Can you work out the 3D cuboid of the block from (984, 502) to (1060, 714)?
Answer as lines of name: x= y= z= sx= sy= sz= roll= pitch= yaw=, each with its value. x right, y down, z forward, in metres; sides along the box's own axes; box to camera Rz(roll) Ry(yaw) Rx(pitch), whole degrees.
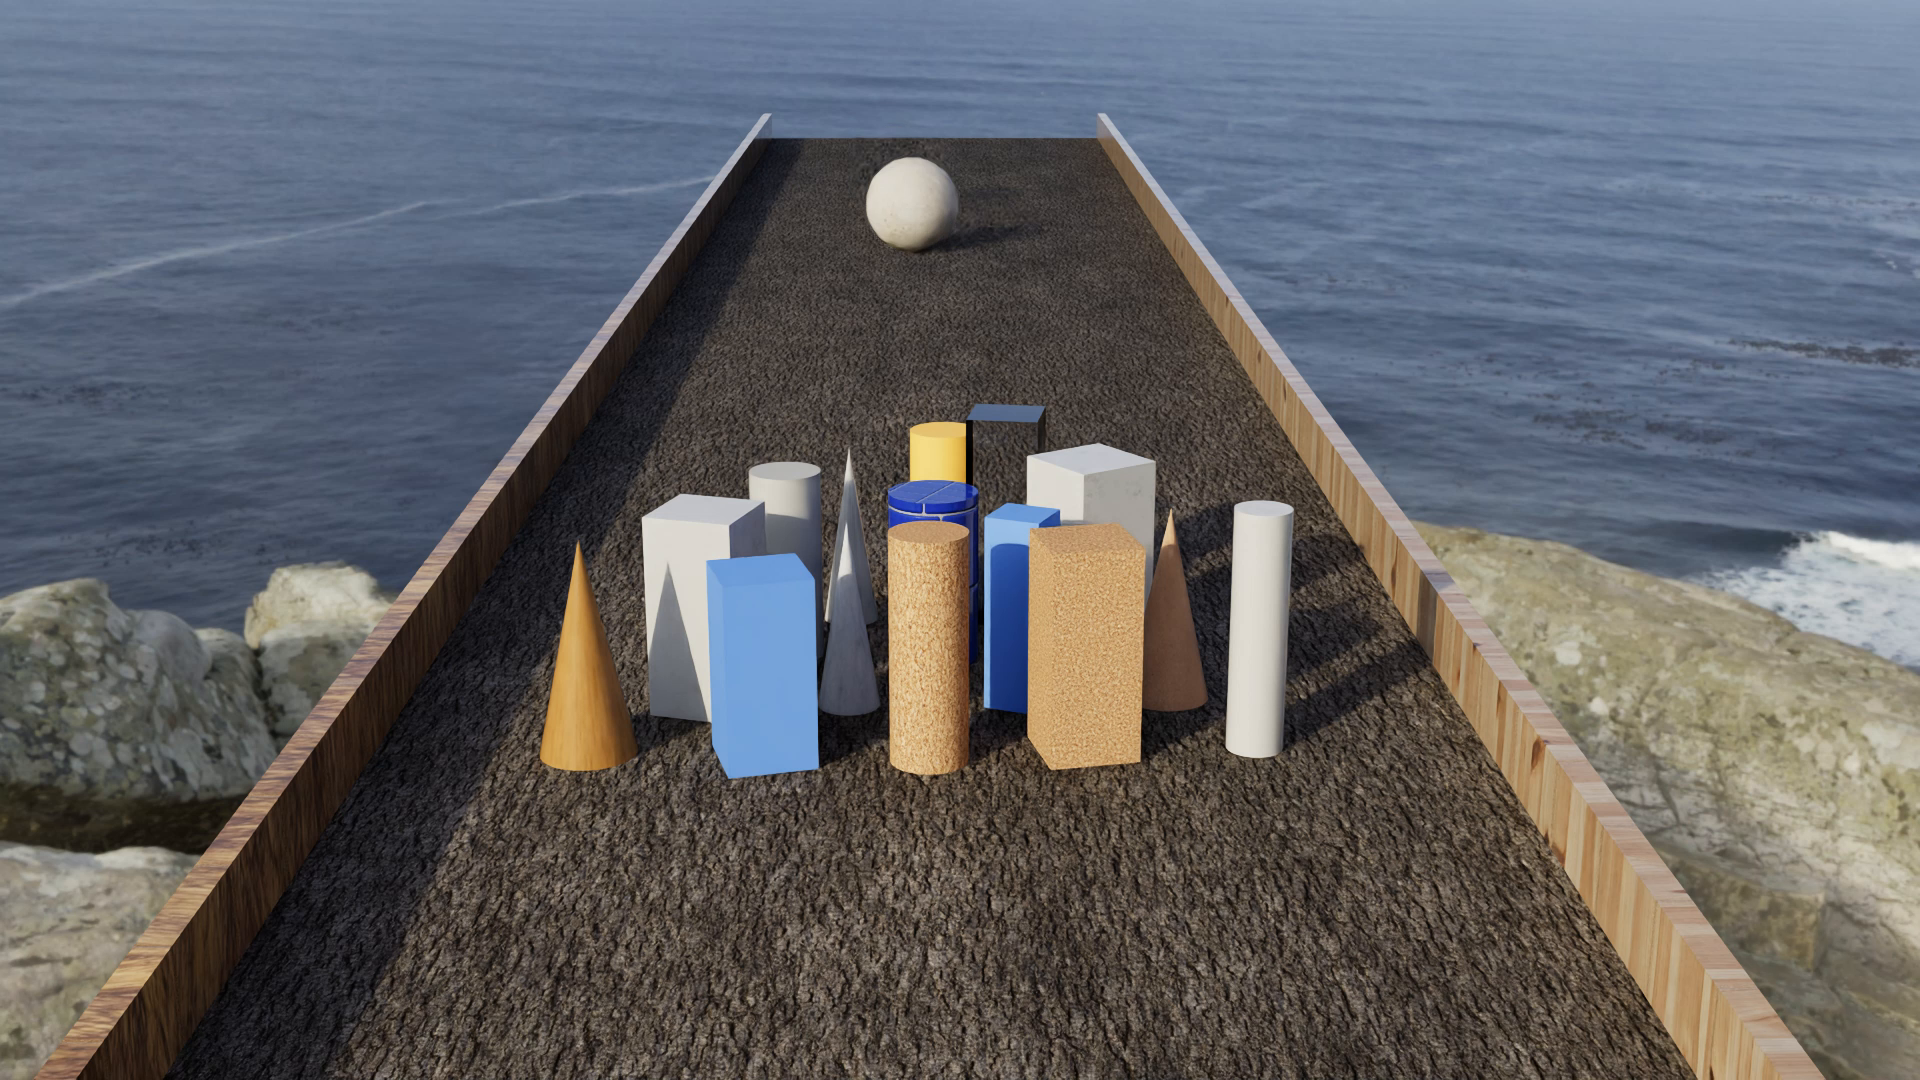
block: x=0.116 y=0.129 z=4.135 sx=0.108 sy=0.374 sz=0.108 roll=7 pitch=18 yaw=23

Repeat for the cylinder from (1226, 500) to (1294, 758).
cylinder: x=0.531 y=0.159 z=3.907 sx=0.103 sy=0.447 sz=0.103 roll=0 pitch=17 yaw=0

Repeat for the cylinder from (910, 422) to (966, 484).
cylinder: x=-0.036 y=-0.076 z=4.873 sx=0.148 sy=0.346 sz=0.148 roll=0 pitch=17 yaw=0

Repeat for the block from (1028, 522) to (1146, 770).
block: x=0.221 y=0.187 z=3.904 sx=0.164 sy=0.396 sz=0.164 roll=-4 pitch=17 yaw=-12

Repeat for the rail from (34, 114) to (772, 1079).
rail: x=-1.118 y=-0.838 z=7.780 sx=0.050 sy=0.150 sz=12.000 roll=0 pitch=17 yaw=-1

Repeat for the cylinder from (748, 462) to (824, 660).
cylinder: x=-0.346 y=0.046 z=4.402 sx=0.142 sy=0.382 sz=0.142 roll=0 pitch=17 yaw=0

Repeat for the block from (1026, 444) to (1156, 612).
block: x=0.258 y=0.037 z=4.380 sx=0.180 sy=0.411 sz=0.180 roll=-11 pitch=20 yaw=-33

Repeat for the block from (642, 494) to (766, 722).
block: x=-0.473 y=0.128 z=4.122 sx=0.172 sy=0.385 sz=0.172 roll=5 pitch=17 yaw=16

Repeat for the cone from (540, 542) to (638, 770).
cone: x=-0.666 y=0.189 z=3.891 sx=0.176 sy=0.398 sz=0.176 roll=0 pitch=17 yaw=0

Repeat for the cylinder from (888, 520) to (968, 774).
cylinder: x=-0.054 y=0.188 z=3.854 sx=0.141 sy=0.422 sz=0.141 roll=0 pitch=17 yaw=0

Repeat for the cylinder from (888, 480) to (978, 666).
cylinder: x=-0.053 y=0.071 z=4.381 sx=0.179 sy=0.347 sz=0.179 roll=0 pitch=17 yaw=0

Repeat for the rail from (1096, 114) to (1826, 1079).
rail: x=0.932 y=-0.844 z=7.801 sx=0.050 sy=0.150 sz=12.000 roll=0 pitch=17 yaw=-1

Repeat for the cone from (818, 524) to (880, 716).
cone: x=-0.210 y=0.139 z=4.125 sx=0.119 sy=0.362 sz=0.119 roll=0 pitch=17 yaw=0

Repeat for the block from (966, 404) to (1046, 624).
block: x=0.096 y=-0.052 z=4.629 sx=0.148 sy=0.441 sz=0.148 roll=3 pitch=17 yaw=8

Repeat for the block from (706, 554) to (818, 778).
block: x=-0.348 y=0.219 z=3.874 sx=0.160 sy=0.350 sz=0.160 roll=-5 pitch=17 yaw=-16

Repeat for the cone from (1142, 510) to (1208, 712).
cone: x=0.395 y=0.120 z=4.166 sx=0.162 sy=0.375 sz=0.162 roll=0 pitch=17 yaw=0

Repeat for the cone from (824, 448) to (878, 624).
cone: x=-0.230 y=-0.013 z=4.617 sx=0.114 sy=0.373 sz=0.114 roll=0 pitch=17 yaw=0

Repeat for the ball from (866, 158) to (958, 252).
ball: x=-0.203 y=-1.423 z=9.321 sx=0.394 sy=0.394 sz=0.394 roll=0 pitch=17 yaw=0
